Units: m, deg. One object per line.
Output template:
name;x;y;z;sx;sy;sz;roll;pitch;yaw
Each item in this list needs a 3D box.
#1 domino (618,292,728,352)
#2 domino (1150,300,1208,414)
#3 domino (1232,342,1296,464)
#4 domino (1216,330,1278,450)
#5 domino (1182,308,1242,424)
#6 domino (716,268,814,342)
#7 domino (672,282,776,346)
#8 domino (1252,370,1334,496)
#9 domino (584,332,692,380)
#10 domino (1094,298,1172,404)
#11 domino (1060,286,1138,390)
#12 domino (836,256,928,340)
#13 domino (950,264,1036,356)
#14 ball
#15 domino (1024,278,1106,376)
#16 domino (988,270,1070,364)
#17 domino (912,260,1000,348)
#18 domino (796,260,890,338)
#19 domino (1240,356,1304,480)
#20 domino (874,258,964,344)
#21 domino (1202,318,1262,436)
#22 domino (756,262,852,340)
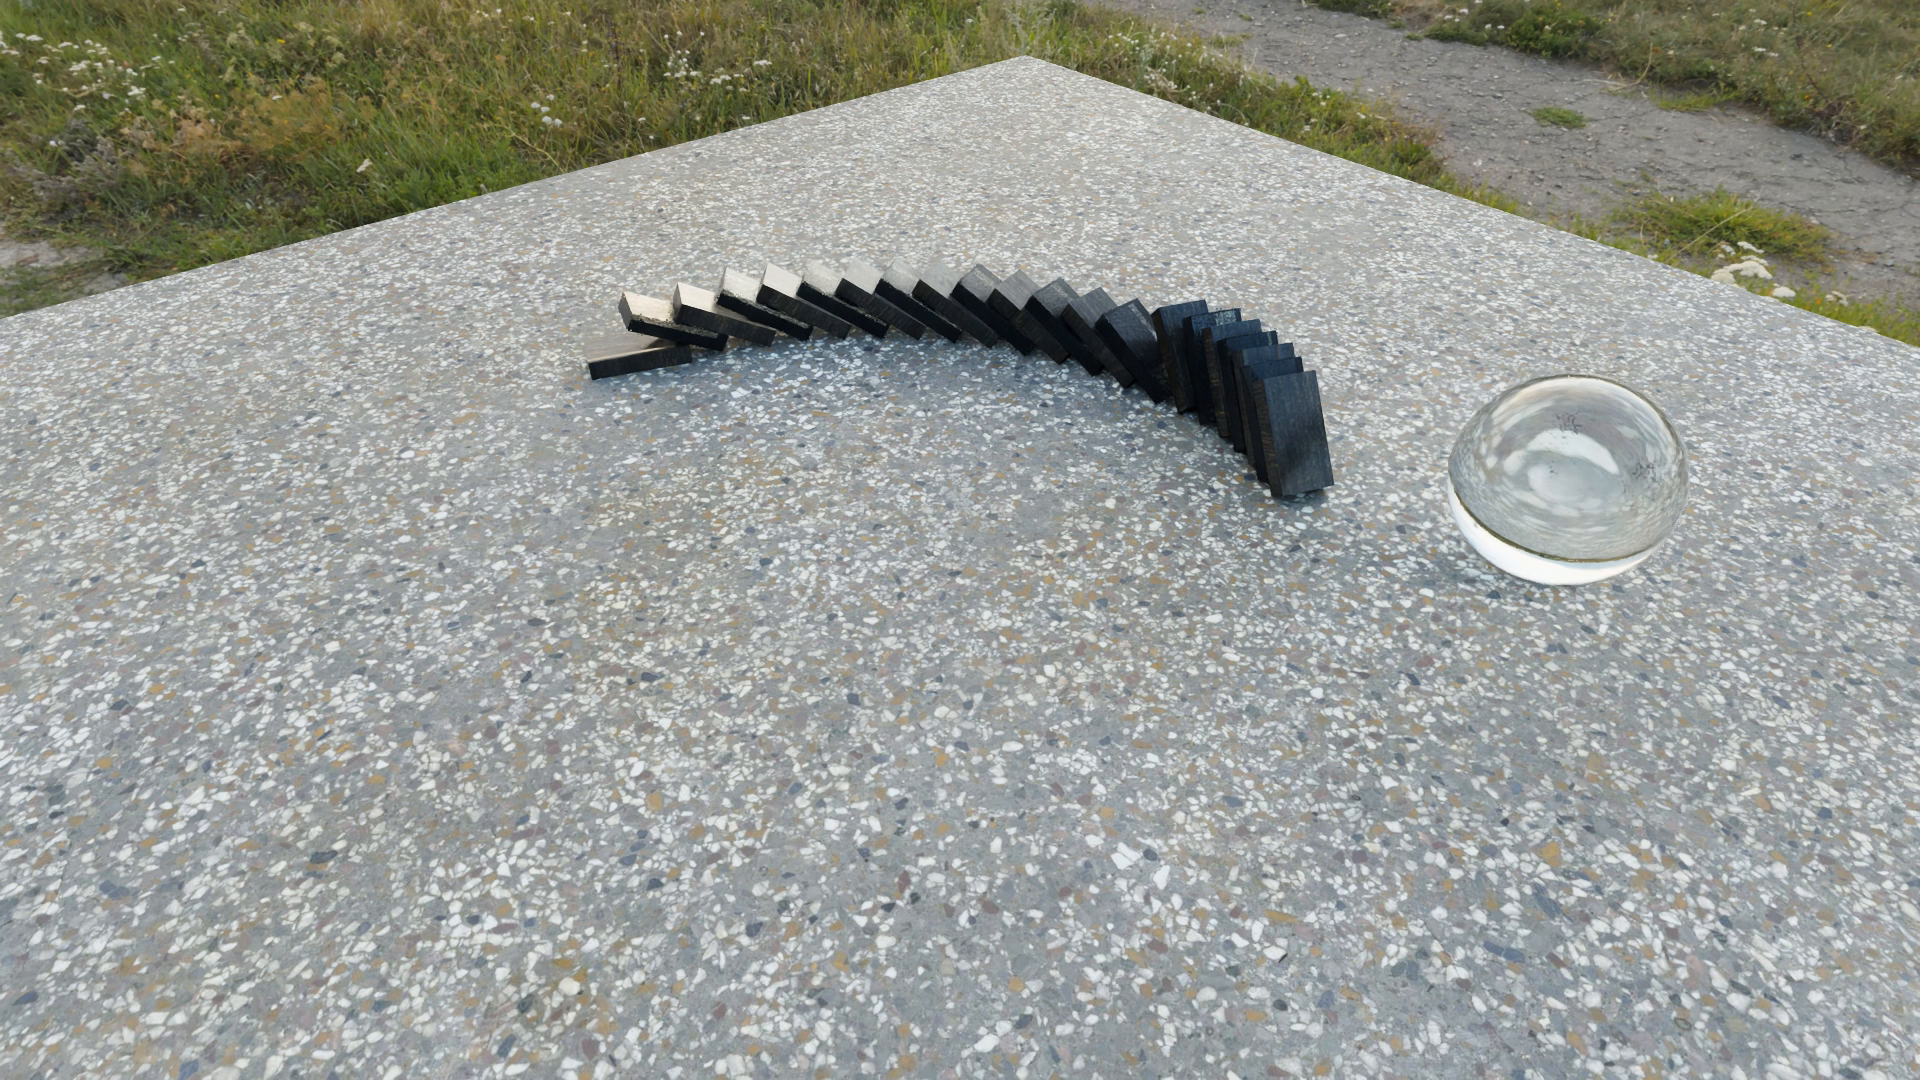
domino;-0.146;-0.111;0.560;0.050;0.010;0.025;8;33;-34
domino;0.111;-0.088;0.525;0.025;0.010;0.050;-13;84;-16
domino;0.138;-0.061;0.489;0.025;0.050;0.009;-10;3;-13
domino;0.134;-0.068;0.497;0.025;0.050;0.009;-11;3;-13
domino;0.121;-0.081;0.514;0.025;0.050;0.009;-11;3;-13
domino;-0.101;-0.123;0.575;0.050;0.010;0.025;20;33;-22
domino;-0.122;-0.117;0.569;0.050;0.009;0.025;12;33;-28
domino;0.143;-0.046;0.471;0.025;0.050;0.009;-11;3;-13
domino;-0.164;-0.096;0.561;0.050;0.010;0.025;-13;41;-16
domino;0.091;-0.093;0.538;0.025;0.009;0.050;-29;77;-31
domino;0.076;-0.101;0.548;0.025;0.010;0.050;-33;79;-33
domino;-0.039;-0.128;0.581;0.050;0.009;0.025;29;39;-11
domino;0.022;-0.120;0.572;0.050;0.009;0.025;39;46;0
ball;0.227;-0.023;0.415;0.080;0.080;0.080;0;39;0
domino;0.059;-0.109;0.557;0.050;0.009;0.025;46;52;6
domino;0.041;-0.115;0.565;0.050;0.009;0.025;42;49;3
domino;0.002;-0.124;0.576;0.050;0.009;0.025;35;44;-4
domino;-0.060;-0.127;0.581;0.050;0.010;0.025;25;37;-15
domino;0.139;-0.053;0.480;0.025;0.050;0.010;-11;3;-13
domino;-0.018;-0.126;0.579;0.050;0.010;0.025;32;41;-8
domino;0.129;-0.075;0.506;0.025;0.050;0.009;-11;3;-13
domino;-0.081;-0.126;0.579;0.050;0.010;0.025;22;35;-19
